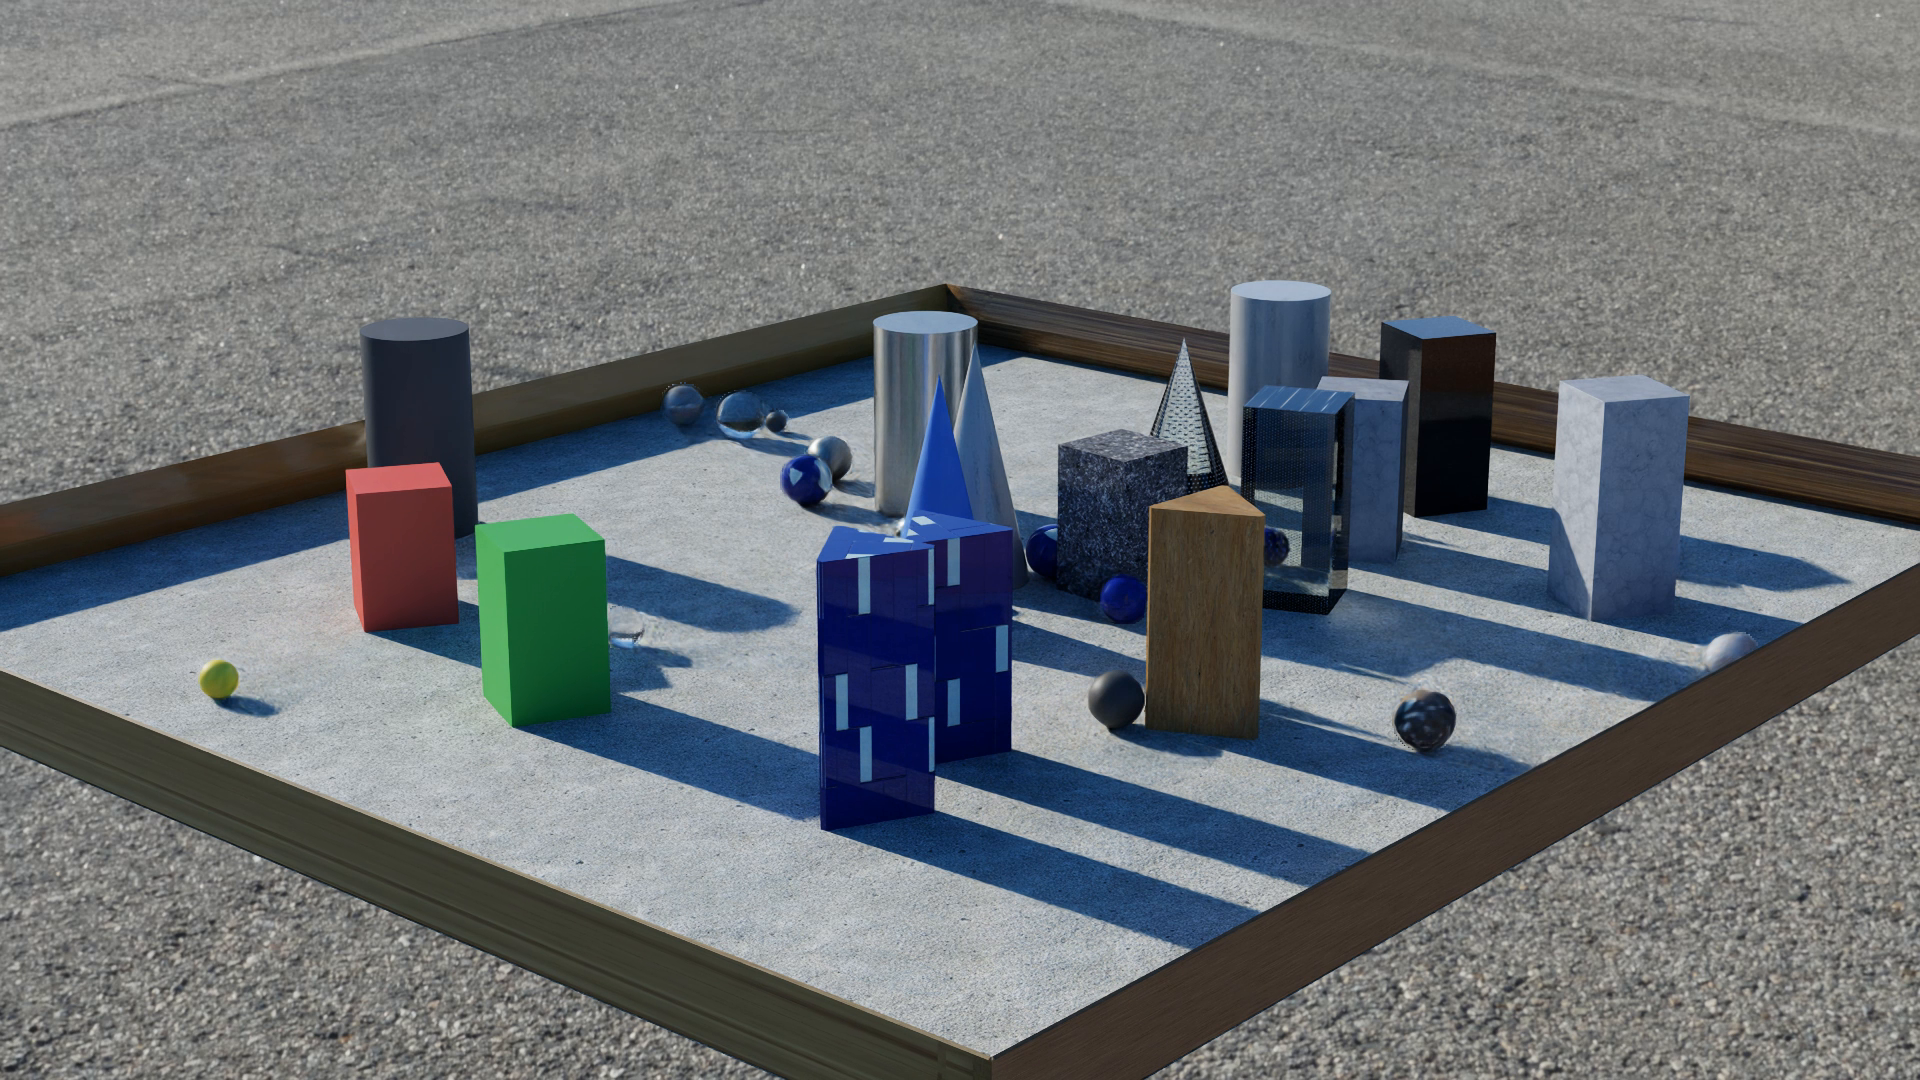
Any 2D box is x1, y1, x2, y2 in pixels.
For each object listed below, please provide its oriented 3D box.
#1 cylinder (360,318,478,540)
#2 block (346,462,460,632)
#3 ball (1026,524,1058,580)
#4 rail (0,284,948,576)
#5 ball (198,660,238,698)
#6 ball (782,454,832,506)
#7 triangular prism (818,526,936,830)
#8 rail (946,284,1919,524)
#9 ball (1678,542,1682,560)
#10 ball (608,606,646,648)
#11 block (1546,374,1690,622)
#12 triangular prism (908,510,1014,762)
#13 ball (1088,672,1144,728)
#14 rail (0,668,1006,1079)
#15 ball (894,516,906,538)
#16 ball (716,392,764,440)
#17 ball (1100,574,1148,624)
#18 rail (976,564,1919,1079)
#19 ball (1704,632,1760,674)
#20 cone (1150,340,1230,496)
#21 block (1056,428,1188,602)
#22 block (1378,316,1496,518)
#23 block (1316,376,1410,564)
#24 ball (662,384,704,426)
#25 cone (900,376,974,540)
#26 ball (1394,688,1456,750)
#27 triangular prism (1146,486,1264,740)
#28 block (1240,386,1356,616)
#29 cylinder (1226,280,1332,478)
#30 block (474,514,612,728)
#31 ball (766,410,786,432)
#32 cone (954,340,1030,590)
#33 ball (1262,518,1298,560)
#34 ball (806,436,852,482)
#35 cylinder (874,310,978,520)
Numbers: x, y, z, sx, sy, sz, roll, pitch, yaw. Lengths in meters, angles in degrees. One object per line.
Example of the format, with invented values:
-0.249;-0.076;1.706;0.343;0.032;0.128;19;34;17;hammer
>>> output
-1.008;-0.206;5.472;0.199;0.385;0.199;0;17;0;cylinder
-0.951;0.011;4.999;0.159;0.242;0.159;-5;18;-17;block
0.166;0.021;5.213;0.099;0.099;0.099;0;17;0;ball
-1.010;-0.221;5.959;0.045;0.129;3.031;14;22;39;rail
-1.169;0.219;4.621;0.061;0.061;0.061;0;17;0;ball
-0.295;-0.116;5.671;0.098;0.098;0.098;0;17;0;ball
-0.144;0.188;4.147;0.172;0.394;0.149;-7;18;-23;triangular prism
0.978;-0.293;6.198;2.722;0.129;0.045;14;22;39;rail
1.260;0.019;5.268;0.070;0.070;0.070;0;17;0;ball
-0.556;0.145;4.852;0.070;0.070;0.070;0;17;0;ball
1.128;-0.074;5.035;0.159;0.384;0.159;-5;17;-16;block
-0.031;0.141;4.386;0.172;0.347;0.149;-8;18;-25;triangular prism
0.239;0.245;4.492;0.087;0.087;0.087;0;17;0;ball
-0.978;0.357;4.041;2.722;0.129;0.045;14;22;39;rail
-0.076;-0.005;5.314;0.091;0.091;0.091;0;17;0;ball
-0.461;-0.259;6.143;0.099;0.099;0.099;0;17;0;ball
0.279;0.099;4.980;0.083;0.083;0.083;0;17;0;ball
1.010;0.285;4.280;0.045;0.129;3.031;14;22;39;rail
1.230;0.192;4.665;0.088;0.088;0.088;0;17;0;ball
0.436;-0.248;5.748;0.199;0.306;0.199;0;17;0;cone
0.283;-0.039;5.125;0.159;0.264;0.159;-15;23;-41;block
0.913;-0.239;5.644;0.159;0.349;0.159;-6;18;-20;block
0.728;-0.129;5.357;0.159;0.303;0.159;4;17;12;block
-0.591;-0.287;6.255;0.088;0.088;0.088;0;17;0;ball
-0.034;-0.068;4.927;0.199;0.434;0.199;0;17;0;cone
0.699;0.269;4.404;0.091;0.091;0.091;0;17;0;ball
0.387;0.106;4.491;0.172;0.353;0.149;5;17;15;triangular prism
0.582;-0.070;5.072;0.159;0.356;0.159;6;18;18;block
0.638;-0.319;5.876;0.199;0.368;0.199;0;17;0;cylinder
-0.648;0.123;4.559;0.159;0.281;0.159;-8;18;-24;block
-0.389;-0.251;6.209;0.045;0.045;0.045;0;17;0;ball
0.026;-0.141;5.167;0.199;0.435;0.199;0;17;0;cone
0.576;-0.002;5.333;0.074;0.074;0.074;0;17;0;ball
-0.261;-0.161;5.830;0.092;0.092;0.092;0;17;0;ball
-0.066;-0.238;5.611;0.199;0.366;0.199;0;17;0;cylinder
